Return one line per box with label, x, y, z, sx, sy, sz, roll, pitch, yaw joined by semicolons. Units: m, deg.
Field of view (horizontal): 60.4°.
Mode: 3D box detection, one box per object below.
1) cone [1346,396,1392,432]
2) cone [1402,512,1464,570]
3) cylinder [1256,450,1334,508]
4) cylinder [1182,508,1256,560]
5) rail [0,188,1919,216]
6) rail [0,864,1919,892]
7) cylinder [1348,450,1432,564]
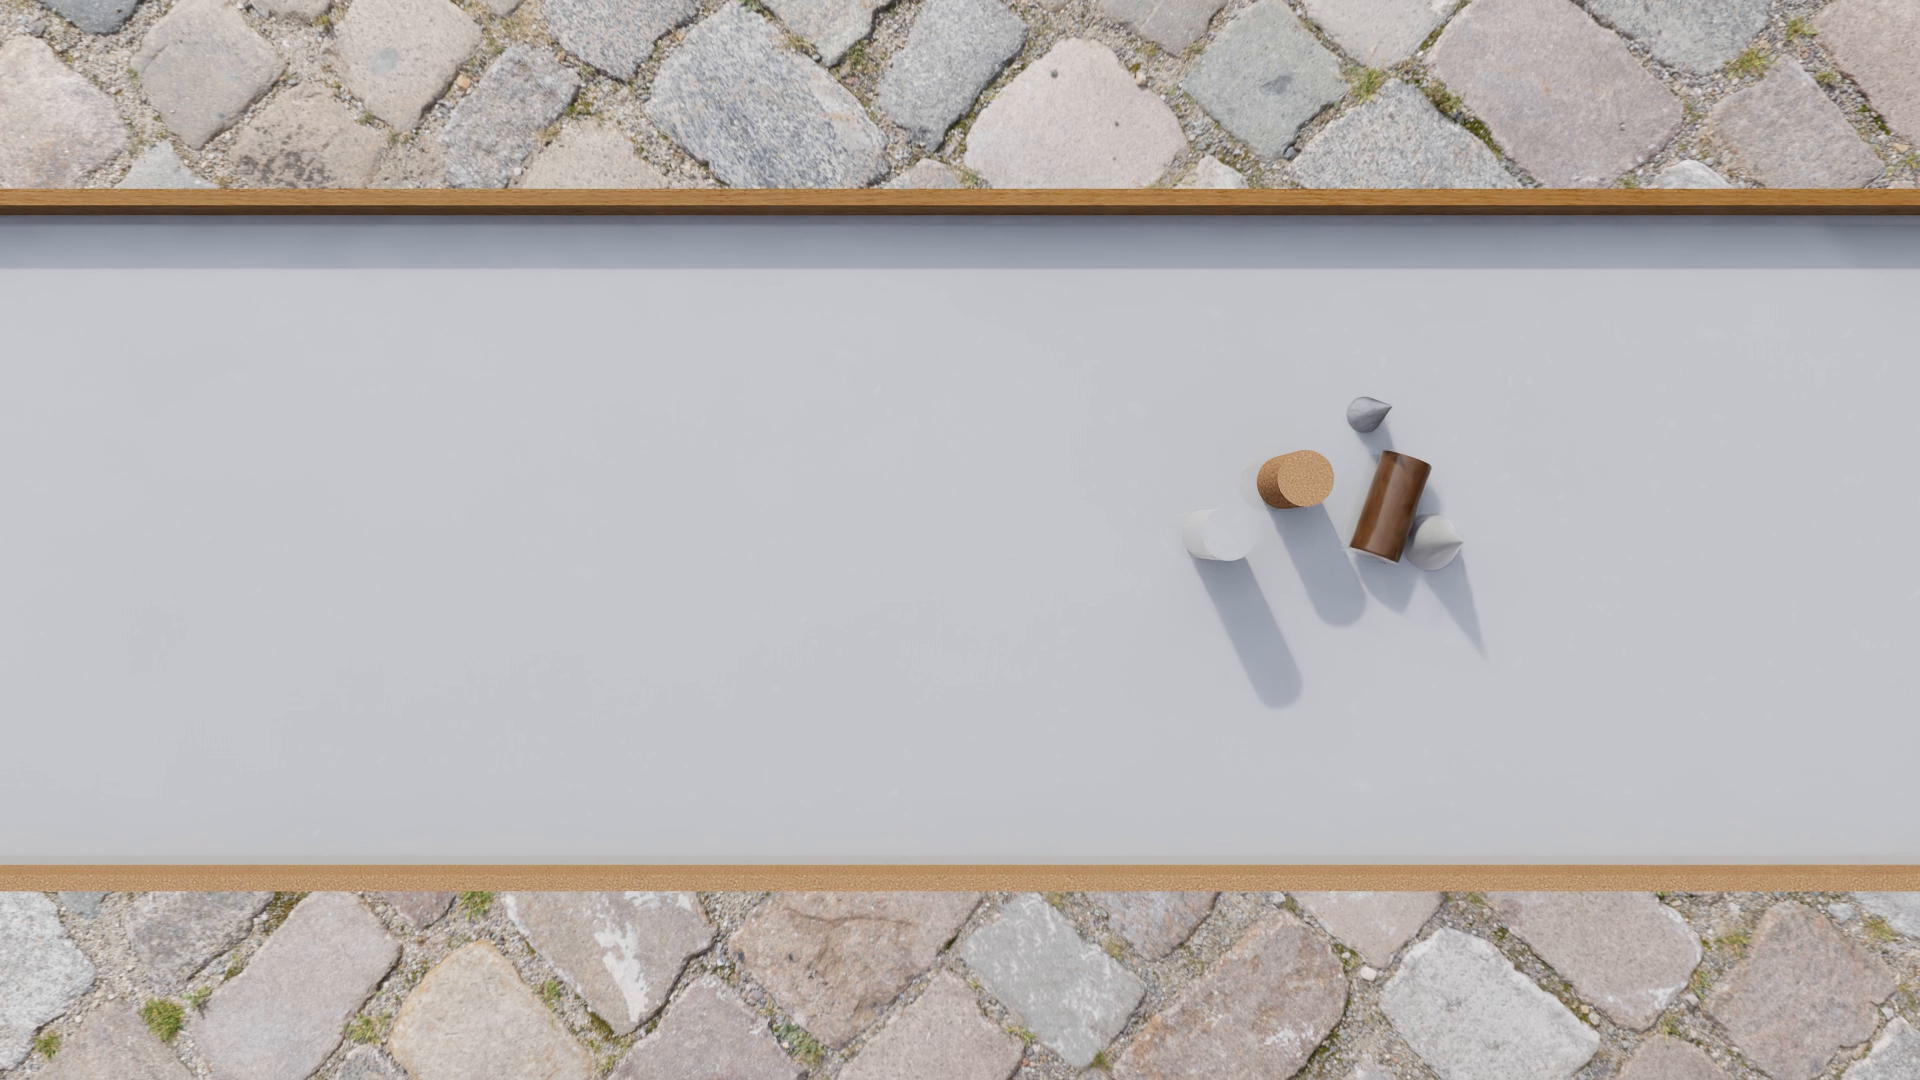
cone;1.246;-0.386;4.912;0.111;0.328;0.111;0;90;0
cone;1.446;0.005;4.904;0.177;0.346;0.177;0;90;0
cylinder;0.995;-0.178;4.911;0.164;0.331;0.164;0;90;0
cylinder;0.761;-0.017;4.869;0.153;0.416;0.153;0;90;0
rail;-2.247;-1.025;5.002;12.000;0.150;0.050;0;90;0
rail;-2.247;1.025;5.001;12.000;0.150;0.050;0;90;0
cylinder;1.304;-0.099;4.999;0.155;0.155;0.311;19;90;0
